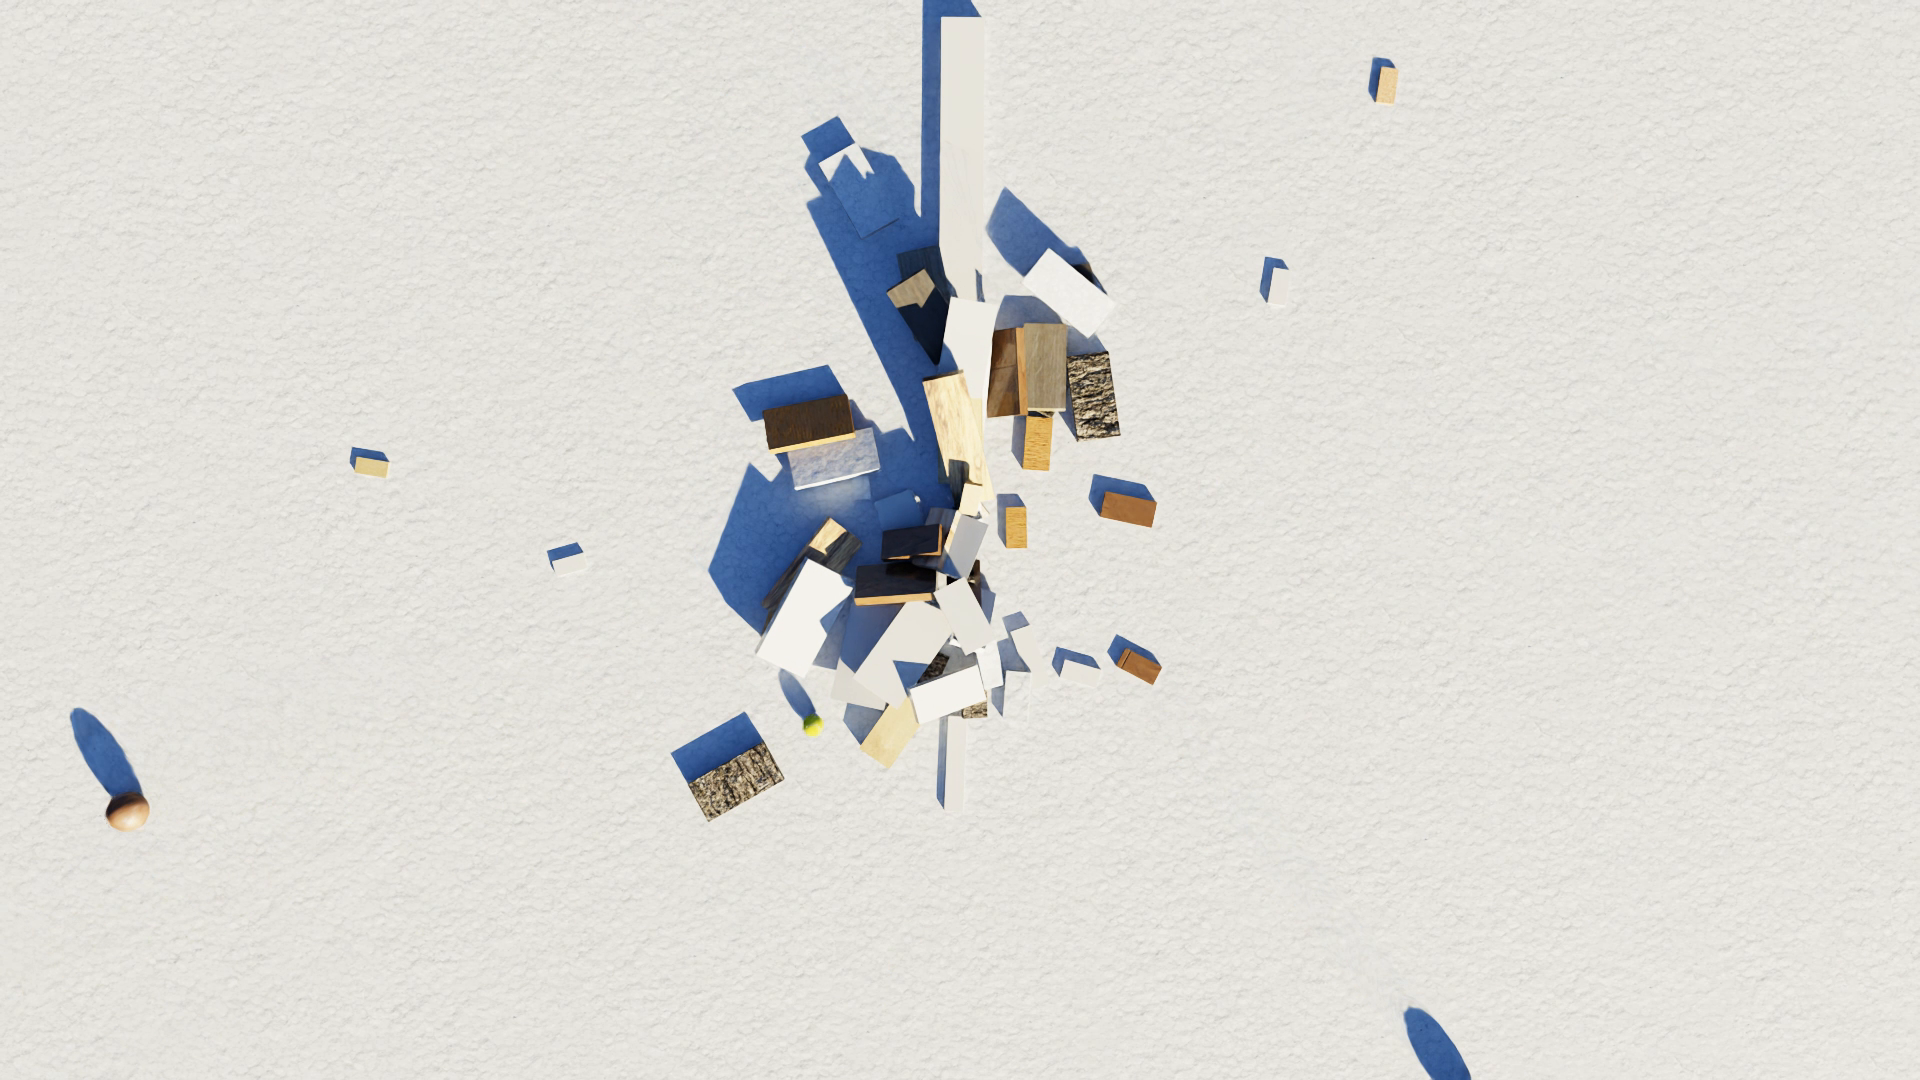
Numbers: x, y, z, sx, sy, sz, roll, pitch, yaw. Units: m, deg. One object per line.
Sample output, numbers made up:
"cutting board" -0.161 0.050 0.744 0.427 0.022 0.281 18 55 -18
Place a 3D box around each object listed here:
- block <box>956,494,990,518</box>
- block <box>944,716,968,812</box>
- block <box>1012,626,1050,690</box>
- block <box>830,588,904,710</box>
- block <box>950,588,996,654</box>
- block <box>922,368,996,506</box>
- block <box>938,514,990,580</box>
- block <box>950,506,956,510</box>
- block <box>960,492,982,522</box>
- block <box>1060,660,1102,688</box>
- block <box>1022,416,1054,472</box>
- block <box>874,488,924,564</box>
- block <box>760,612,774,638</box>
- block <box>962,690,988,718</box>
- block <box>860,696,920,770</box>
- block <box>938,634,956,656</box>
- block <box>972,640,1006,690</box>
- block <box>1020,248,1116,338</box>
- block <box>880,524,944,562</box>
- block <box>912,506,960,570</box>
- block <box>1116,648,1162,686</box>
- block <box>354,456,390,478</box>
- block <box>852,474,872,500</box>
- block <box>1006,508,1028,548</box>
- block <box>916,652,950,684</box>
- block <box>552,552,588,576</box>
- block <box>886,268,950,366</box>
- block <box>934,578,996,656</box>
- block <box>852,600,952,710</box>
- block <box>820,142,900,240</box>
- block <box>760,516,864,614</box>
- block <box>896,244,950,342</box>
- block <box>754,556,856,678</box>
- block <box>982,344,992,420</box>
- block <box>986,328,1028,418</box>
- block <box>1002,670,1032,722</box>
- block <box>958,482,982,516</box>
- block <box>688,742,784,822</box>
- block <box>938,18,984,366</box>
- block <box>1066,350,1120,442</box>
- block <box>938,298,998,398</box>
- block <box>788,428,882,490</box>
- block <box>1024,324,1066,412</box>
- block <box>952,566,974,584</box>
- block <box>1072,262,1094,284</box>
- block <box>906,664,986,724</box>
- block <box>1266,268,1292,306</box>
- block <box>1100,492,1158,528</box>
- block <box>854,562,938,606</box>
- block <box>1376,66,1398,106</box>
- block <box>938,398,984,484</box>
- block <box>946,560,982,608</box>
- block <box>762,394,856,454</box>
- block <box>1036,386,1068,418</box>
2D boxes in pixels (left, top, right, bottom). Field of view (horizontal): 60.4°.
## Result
"block" 0.041 -0.113 5.447 0.059 0.017 0.118 -29 122 16
"block" -0.014 0.745 5.491 0.063 0.018 0.317 2 90 0
"block" 0.235 0.391 5.490 0.069 0.020 0.206 -19 90 0
"block" -0.298 0.354 5.453 0.180 0.051 0.387 12 83 0
"block" 0.044 0.256 5.413 0.113 0.032 0.226 18 54 -8
"block" -0.002 -0.328 5.366 0.134 0.038 0.455 -12 117 5
"block" 0.010 0.027 5.401 0.102 0.029 0.204 21 77 3
"block" -0.015 -0.030 5.449 0.074 0.021 0.149 -25 72 -8
"block" 0.039 -0.108 5.429 0.059 0.017 0.118 -7 125 2
"block" 0.401 0.445 5.491 0.127 0.018 0.063 16 90 0
"block" 0.259 -0.320 5.488 0.088 0.025 0.175 4 90 0
"block" -0.178 -0.021 5.481 0.134 0.038 0.268 -20 90 0
"block" -0.622 0.283 5.492 0.054 0.015 0.107 18 90 0
"block" 0.047 0.508 5.477 0.083 0.024 0.166 -2 90 -16
"block" -0.215 0.624 5.462 0.122 0.035 0.244 35 100 -1
"block" -0.114 0.401 5.483 0.122 0.035 0.320 31 90 0
"block" 0.093 0.406 5.469 0.083 0.024 0.167 -13 90 -30
"block" 0.358 -0.816 5.455 0.290 0.041 0.145 38 96 -7
"block" -0.157 0.010 5.391 0.204 0.029 0.102 -7 63 22
"block" -0.077 -0.005 5.399 0.102 0.029 0.204 8 71 32
"block" 0.596 0.421 5.490 0.138 0.020 0.069 28 90 0
"block" -1.957 -0.241 5.492 0.107 0.015 0.054 10 90 0
"block" -0.330 -0.194 5.492 0.060 0.017 0.120 -8 90 0
"block" 0.188 -0.040 5.490 0.069 0.020 0.138 -1 90 0
"block" -0.089 0.432 5.456 0.063 0.018 0.127 25 90 0
"block" -1.298 0.082 5.492 0.107 0.015 0.054 -16 90 0
"block" -0.099 -0.728 5.374 0.145 0.041 0.290 -31 109 11
"block" 0.015 0.245 5.319 0.113 0.032 0.226 -27 89 -6
"block" -0.176 0.356 5.408 0.180 0.051 0.359 36 81 -4
"block" -0.335 -1.158 5.480 0.143 0.041 0.286 -30 90 0
"block" -0.490 0.110 5.458 0.142 0.040 0.366 38 90 -19
"block" -0.108 -0.815 5.442 0.145 0.041 0.290 -12 89 4
"block" -0.512 0.254 5.434 0.180 0.051 0.359 28 93 -19
"block" 0.015 -0.506 5.420 0.152 0.043 0.304 4 112 -2
"block" 0.149 -0.549 5.438 0.142 0.040 0.284 -3 90 41
"block" 0.190 0.518 5.477 0.083 0.024 0.167 5 94 9
"block" 0.035 -0.136 5.385 0.059 0.017 0.118 10 126 -3
"block" -0.743 0.802 5.480 0.286 0.041 0.143 -29 90 0
"block" 0.005 -1.148 5.480 0.143 0.041 1.165 0 90 0
"block" 0.442 -0.476 5.480 0.142 0.040 0.284 -8 90 0
"block" 0.020 -0.619 5.324 0.152 0.043 0.304 10 96 -3
"block" -0.418 -0.269 5.468 0.290 0.041 0.143 -13 80 0
"block" 0.279 -0.572 5.461 0.143 0.041 0.286 1 82 0
"block" 0.006 0.082 5.447 0.074 0.021 0.148 -4 53 0
"block" 0.353 -0.863 5.488 0.175 0.025 0.088 -10 90 0
"block" -0.044 0.503 5.403 0.244 0.035 0.122 -19 102 -20
"block" 1.063 -0.842 5.492 0.060 0.017 0.120 10 90 0
"block" 0.560 -0.101 5.488 0.176 0.025 0.088 12 90 0
"block" -0.207 0.140 5.405 0.268 0.038 0.134 -4 51 7
"block" 1.422 -1.511 5.492 0.059 0.017 0.118 8 90 0
"block" 0.001 -0.338 5.431 0.152 0.043 0.304 -1 109 0
"block" 0.012 0.166 5.419 0.113 0.032 0.226 -1 53 0
"block" -0.500 -0.384 5.457 0.286 0.041 0.143 -11 72 1
"block" 0.307 -0.470 5.479 0.060 0.017 0.122 27 80 5
